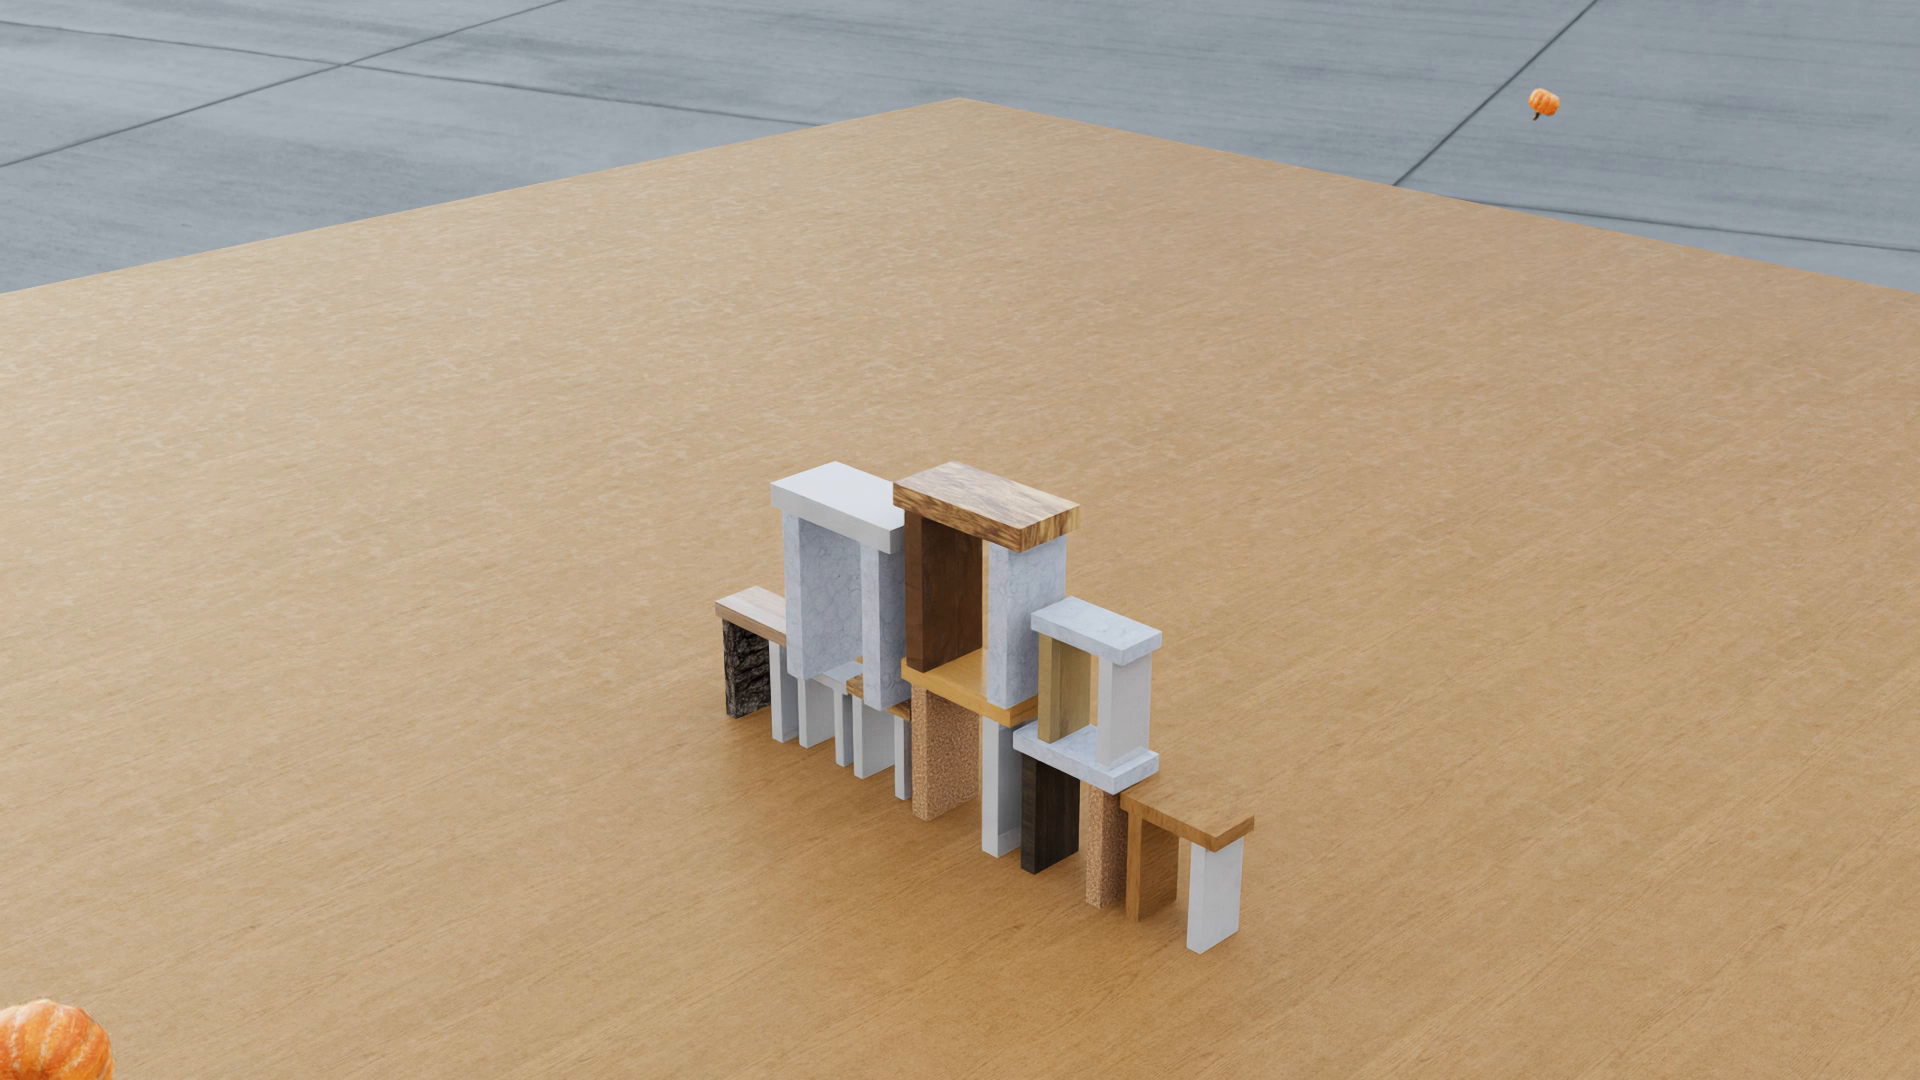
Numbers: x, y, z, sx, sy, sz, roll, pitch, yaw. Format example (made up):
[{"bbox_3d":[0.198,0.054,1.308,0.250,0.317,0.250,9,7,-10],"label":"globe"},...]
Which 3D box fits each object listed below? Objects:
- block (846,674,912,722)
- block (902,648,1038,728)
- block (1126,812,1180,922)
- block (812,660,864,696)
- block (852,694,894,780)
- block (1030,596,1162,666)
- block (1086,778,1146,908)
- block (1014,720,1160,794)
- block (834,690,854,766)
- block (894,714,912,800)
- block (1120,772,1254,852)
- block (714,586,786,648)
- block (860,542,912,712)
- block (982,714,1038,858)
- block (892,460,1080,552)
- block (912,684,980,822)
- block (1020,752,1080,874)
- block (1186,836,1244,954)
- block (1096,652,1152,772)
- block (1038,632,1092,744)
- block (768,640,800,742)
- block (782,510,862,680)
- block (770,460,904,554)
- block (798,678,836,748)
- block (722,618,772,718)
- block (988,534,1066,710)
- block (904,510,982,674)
[{"bbox_3d":[-0.135,0.314,4.504,0.188,0.027,0.094,21,31,41],"label":"block"},{"bbox_3d":[0.042,0.275,4.299,0.148,0.042,0.297,-21,31,-41],"label":"block"},{"bbox_3d":[0.359,0.589,4.088,0.031,0.222,0.111,21,31,41],"label":"block"},{"bbox_3d":[-0.264,0.275,4.634,0.087,0.025,0.175,-21,31,-41],"label":"block"},{"bbox_3d":[-0.179,0.396,4.587,0.027,0.188,0.094,21,31,41],"label":"block"},{"bbox_3d":[0.249,0.165,4.023,0.221,0.031,0.111,21,31,41],"label":"block"},{"bbox_3d":[0.295,0.553,4.132,0.036,0.254,0.127,21,31,41],"label":"block"},{"bbox_3d":[0.235,0.397,4.130,0.254,0.036,0.127,21,31,41],"label":"block"},{"bbox_3d":[-0.223,0.383,4.635,0.025,0.175,0.087,21,31,41],"label":"block"},{"bbox_3d":[-0.090,0.430,4.506,0.027,0.188,0.094,21,31,41],"label":"block"},{"bbox_3d":[0.411,0.492,3.991,0.222,0.031,0.111,21,31,41],"label":"block"},{"bbox_3d":[-0.407,0.164,4.733,0.234,0.033,0.117,21,31,41],"label":"block"},{"bbox_3d":[-0.114,0.150,4.406,0.050,0.353,0.176,21,31,41],"label":"block"},{"bbox_3d":[0.111,0.459,4.300,0.042,0.297,0.148,21,31,41],"label":"block"},{"bbox_3d":[0.048,-0.066,4.142,0.330,0.047,0.165,21,31,40],"label":"block"},{"bbox_3d":[-0.029,0.404,4.429,0.042,0.297,0.148,21,31,41],"label":"block"},{"bbox_3d":[0.176,0.507,4.242,0.036,0.254,0.127,21,31,41],"label":"block"},{"bbox_3d":[0.464,0.630,3.992,0.031,0.222,0.111,21,31,41],"label":"block"},{"bbox_3d":[0.301,0.302,4.025,0.031,0.221,0.111,21,31,41],"label":"block"},{"bbox_3d":[0.196,0.261,4.121,0.031,0.221,0.111,21,31,41],"label":"block"},{"bbox_3d":[-0.352,0.308,4.734,0.033,0.234,0.117,21,31,41],"label":"block"},{"bbox_3d":[-0.280,0.092,4.563,0.050,0.368,0.176,21,31,41],"label":"block"},{"bbox_3d":[-0.197,-0.068,4.404,0.176,0.050,0.353,-21,31,-41],"label":"block"},{"bbox_3d":[-0.305,0.351,4.710,0.025,0.175,0.087,21,31,41],"label":"block"},{"bbox_3d":[-0.462,0.265,4.836,0.033,0.234,0.117,21,31,41],"label":"block"},{"bbox_3d":[0.126,0.138,4.144,0.047,0.330,0.165,21,31,39],"label":"block"},{"bbox_3d":[-0.031,0.078,4.285,0.047,0.330,0.165,21,31,41],"label":"block"}]
